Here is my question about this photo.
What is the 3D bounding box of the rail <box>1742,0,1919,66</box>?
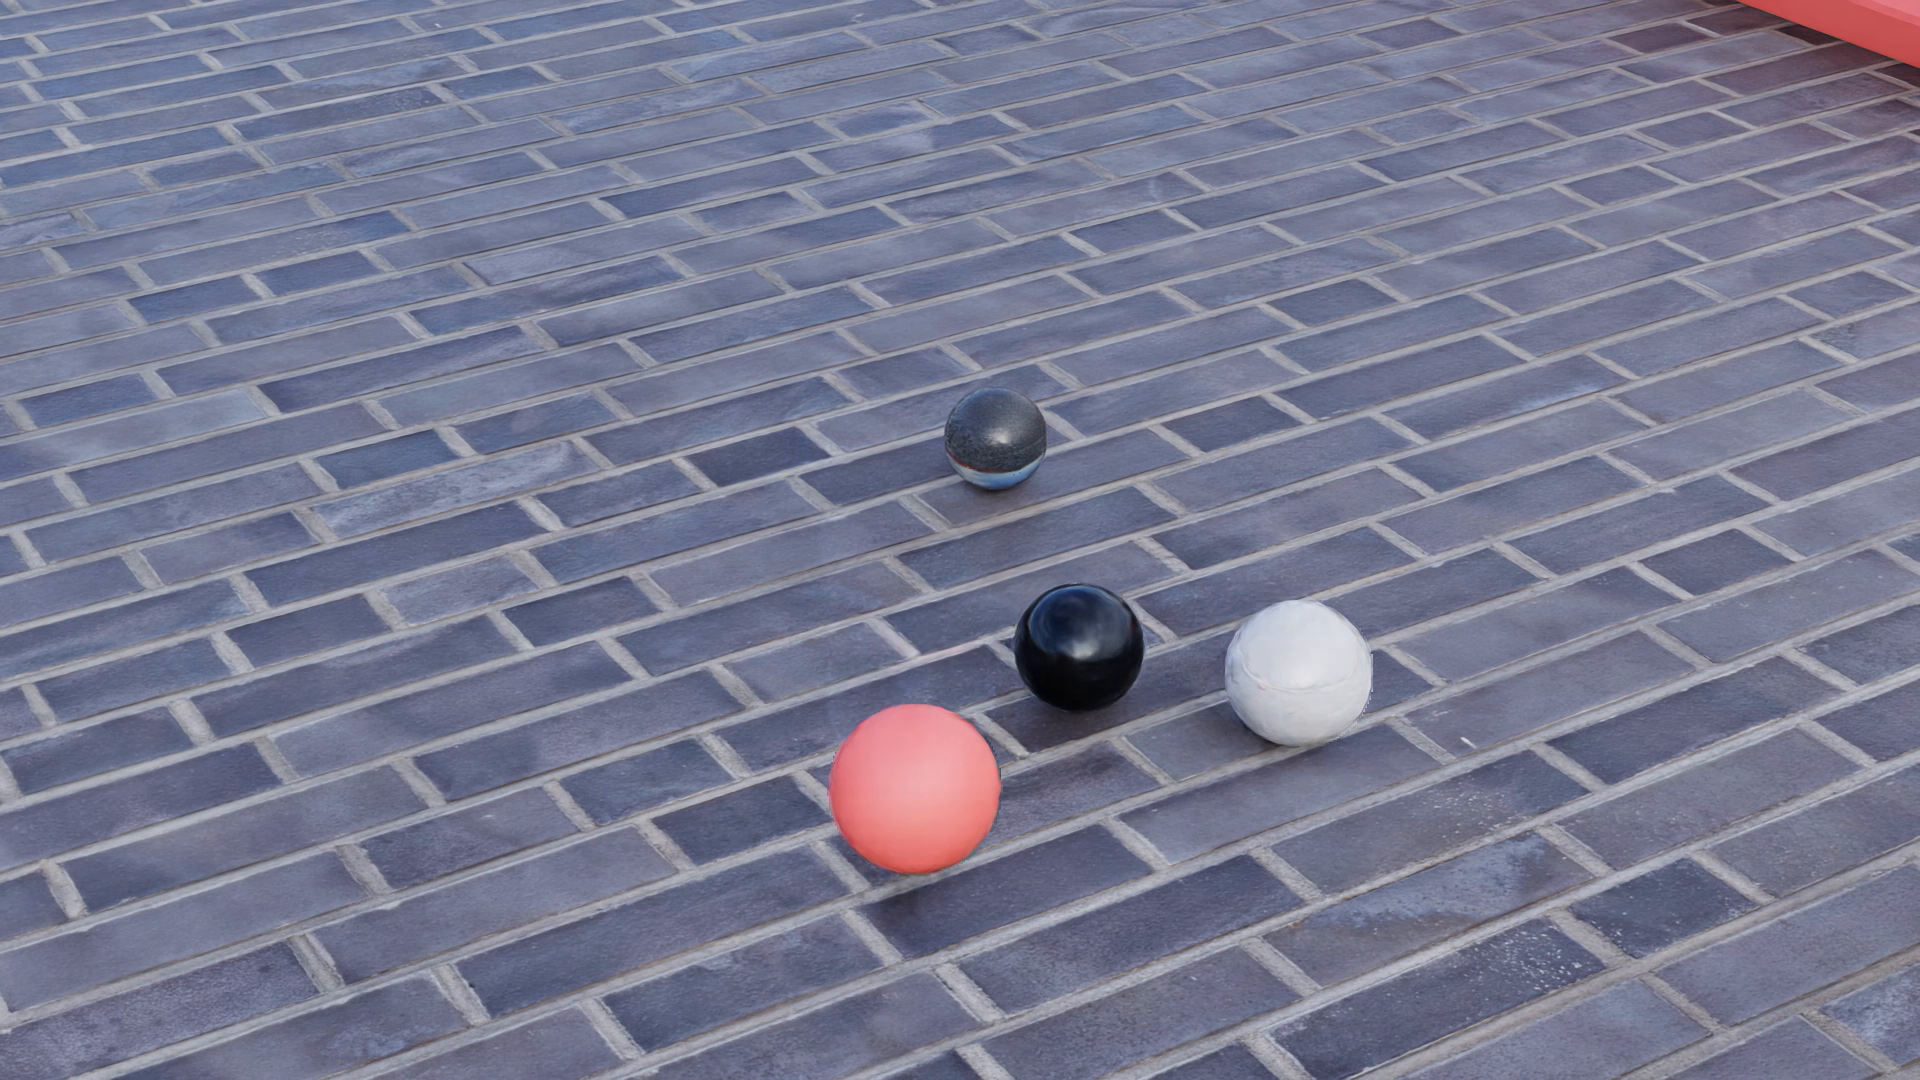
[{"bbox_3d":[0.503,-0.786,3.272,0.045,0.119,4.433,-16,32,-28],"label":"rail"}]

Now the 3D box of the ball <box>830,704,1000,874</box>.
[{"bbox_3d":[-0.024,0.134,1.581,0.092,0.092,0.092,0,28,0],"label":"ball"}]

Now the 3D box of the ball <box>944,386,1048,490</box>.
[{"bbox_3d":[0.024,-0.069,1.999,0.071,0.071,0.071,0,28,0],"label":"ball"}]

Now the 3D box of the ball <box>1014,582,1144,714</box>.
[{"bbox_3d":[0.071,0.064,1.745,0.078,0.078,0.078,0,28,0],"label":"ball"}]

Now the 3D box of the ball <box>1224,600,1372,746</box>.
[{"bbox_3d":[0.197,0.077,1.712,0.086,0.086,0.086,0,28,0],"label":"ball"}]
